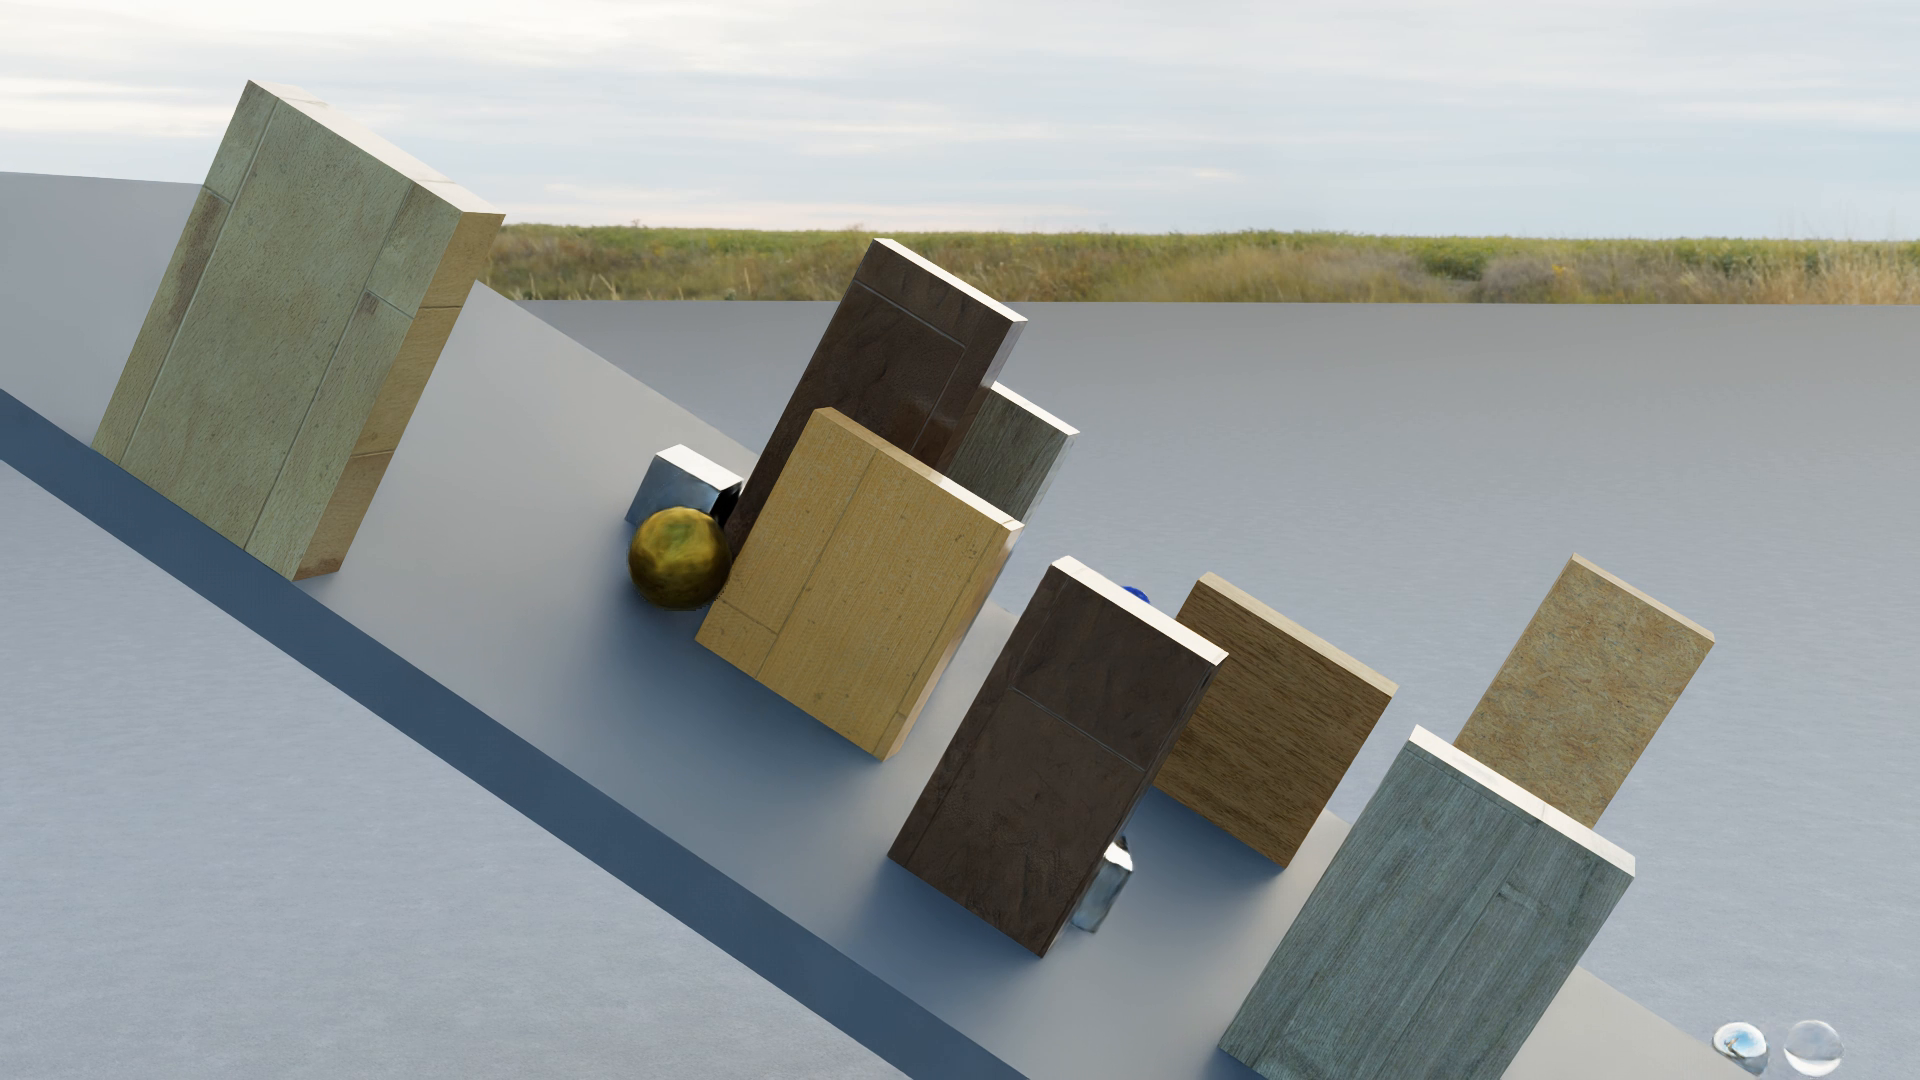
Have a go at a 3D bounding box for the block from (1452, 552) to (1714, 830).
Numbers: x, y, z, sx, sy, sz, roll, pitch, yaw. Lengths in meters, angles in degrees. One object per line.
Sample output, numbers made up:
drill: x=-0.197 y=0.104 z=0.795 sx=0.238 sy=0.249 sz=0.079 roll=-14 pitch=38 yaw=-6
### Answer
block: x=1.234 y=0.446 z=4.651 sx=0.327 sy=0.776 sz=0.125 roll=32 pitch=15 yaw=11

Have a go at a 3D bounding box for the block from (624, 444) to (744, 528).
block: x=-0.546 y=-0.081 z=4.361 sx=0.148 sy=0.148 sz=0.148 roll=29 pitch=14 yaw=6

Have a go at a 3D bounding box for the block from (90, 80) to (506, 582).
block: x=-1.006 y=-0.314 z=3.326 sx=0.400 sy=0.628 sz=0.126 roll=32 pitch=15 yaw=11

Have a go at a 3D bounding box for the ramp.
ramp: x=-0.197 y=0.325 z=4.134 sx=4.000 sy=0.100 sz=2.000 roll=32 pitch=15 yaw=11

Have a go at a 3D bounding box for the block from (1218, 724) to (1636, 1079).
block: x=0.716 y=0.639 z=3.401 sx=0.380 sy=0.582 sz=0.119 roll=32 pitch=15 yaw=11

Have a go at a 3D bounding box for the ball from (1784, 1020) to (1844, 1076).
ball: x=1.974 y=1.175 z=5.086 sx=0.129 sy=0.129 sz=0.129 roll=0 pitch=7 yaw=0

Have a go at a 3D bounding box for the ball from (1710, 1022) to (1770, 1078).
ball: x=1.791 y=1.176 z=5.052 sx=0.134 sy=0.134 sz=0.134 roll=0 pitch=7 yaw=0

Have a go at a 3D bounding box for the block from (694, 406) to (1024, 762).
block: x=-0.181 y=0.076 z=3.857 sx=0.407 sy=0.475 sz=0.083 roll=32 pitch=15 yaw=11

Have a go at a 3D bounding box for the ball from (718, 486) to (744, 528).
ball: x=-0.378 y=-0.020 z=4.366 sx=0.203 sy=0.203 sz=0.203 roll=0 pitch=7 yaw=0

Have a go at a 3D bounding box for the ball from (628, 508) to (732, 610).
ball: x=-0.491 y=0.032 z=3.855 sx=0.180 sy=0.180 sz=0.180 roll=0 pitch=7 yaw=0

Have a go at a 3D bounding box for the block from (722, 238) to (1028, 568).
block: x=-0.189 y=-0.164 z=4.130 sx=0.305 sy=0.741 sz=0.101 roll=32 pitch=15 yaw=11

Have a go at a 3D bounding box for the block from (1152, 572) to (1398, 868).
block: x=0.582 y=0.361 z=4.447 sx=0.444 sy=0.413 sz=0.130 roll=32 pitch=15 yaw=11

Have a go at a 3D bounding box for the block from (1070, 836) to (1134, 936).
block: x=0.192 y=0.546 z=3.642 sx=0.130 sy=0.130 sz=0.130 roll=27 pitch=14 yaw=-9

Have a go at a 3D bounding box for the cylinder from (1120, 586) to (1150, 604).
cylinder: x=0.373 y=0.227 z=5.056 sx=0.170 sy=0.170 sz=0.170 roll=-11 pitch=44 yaw=10

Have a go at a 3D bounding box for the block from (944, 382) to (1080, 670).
block: x=-0.061 y=-0.066 z=4.404 sx=0.371 sy=0.559 sz=0.089 roll=32 pitch=15 yaw=11

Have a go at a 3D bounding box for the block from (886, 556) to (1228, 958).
block: x=0.149 y=0.338 z=3.435 sx=0.294 sy=0.547 sz=0.107 roll=32 pitch=15 yaw=11
